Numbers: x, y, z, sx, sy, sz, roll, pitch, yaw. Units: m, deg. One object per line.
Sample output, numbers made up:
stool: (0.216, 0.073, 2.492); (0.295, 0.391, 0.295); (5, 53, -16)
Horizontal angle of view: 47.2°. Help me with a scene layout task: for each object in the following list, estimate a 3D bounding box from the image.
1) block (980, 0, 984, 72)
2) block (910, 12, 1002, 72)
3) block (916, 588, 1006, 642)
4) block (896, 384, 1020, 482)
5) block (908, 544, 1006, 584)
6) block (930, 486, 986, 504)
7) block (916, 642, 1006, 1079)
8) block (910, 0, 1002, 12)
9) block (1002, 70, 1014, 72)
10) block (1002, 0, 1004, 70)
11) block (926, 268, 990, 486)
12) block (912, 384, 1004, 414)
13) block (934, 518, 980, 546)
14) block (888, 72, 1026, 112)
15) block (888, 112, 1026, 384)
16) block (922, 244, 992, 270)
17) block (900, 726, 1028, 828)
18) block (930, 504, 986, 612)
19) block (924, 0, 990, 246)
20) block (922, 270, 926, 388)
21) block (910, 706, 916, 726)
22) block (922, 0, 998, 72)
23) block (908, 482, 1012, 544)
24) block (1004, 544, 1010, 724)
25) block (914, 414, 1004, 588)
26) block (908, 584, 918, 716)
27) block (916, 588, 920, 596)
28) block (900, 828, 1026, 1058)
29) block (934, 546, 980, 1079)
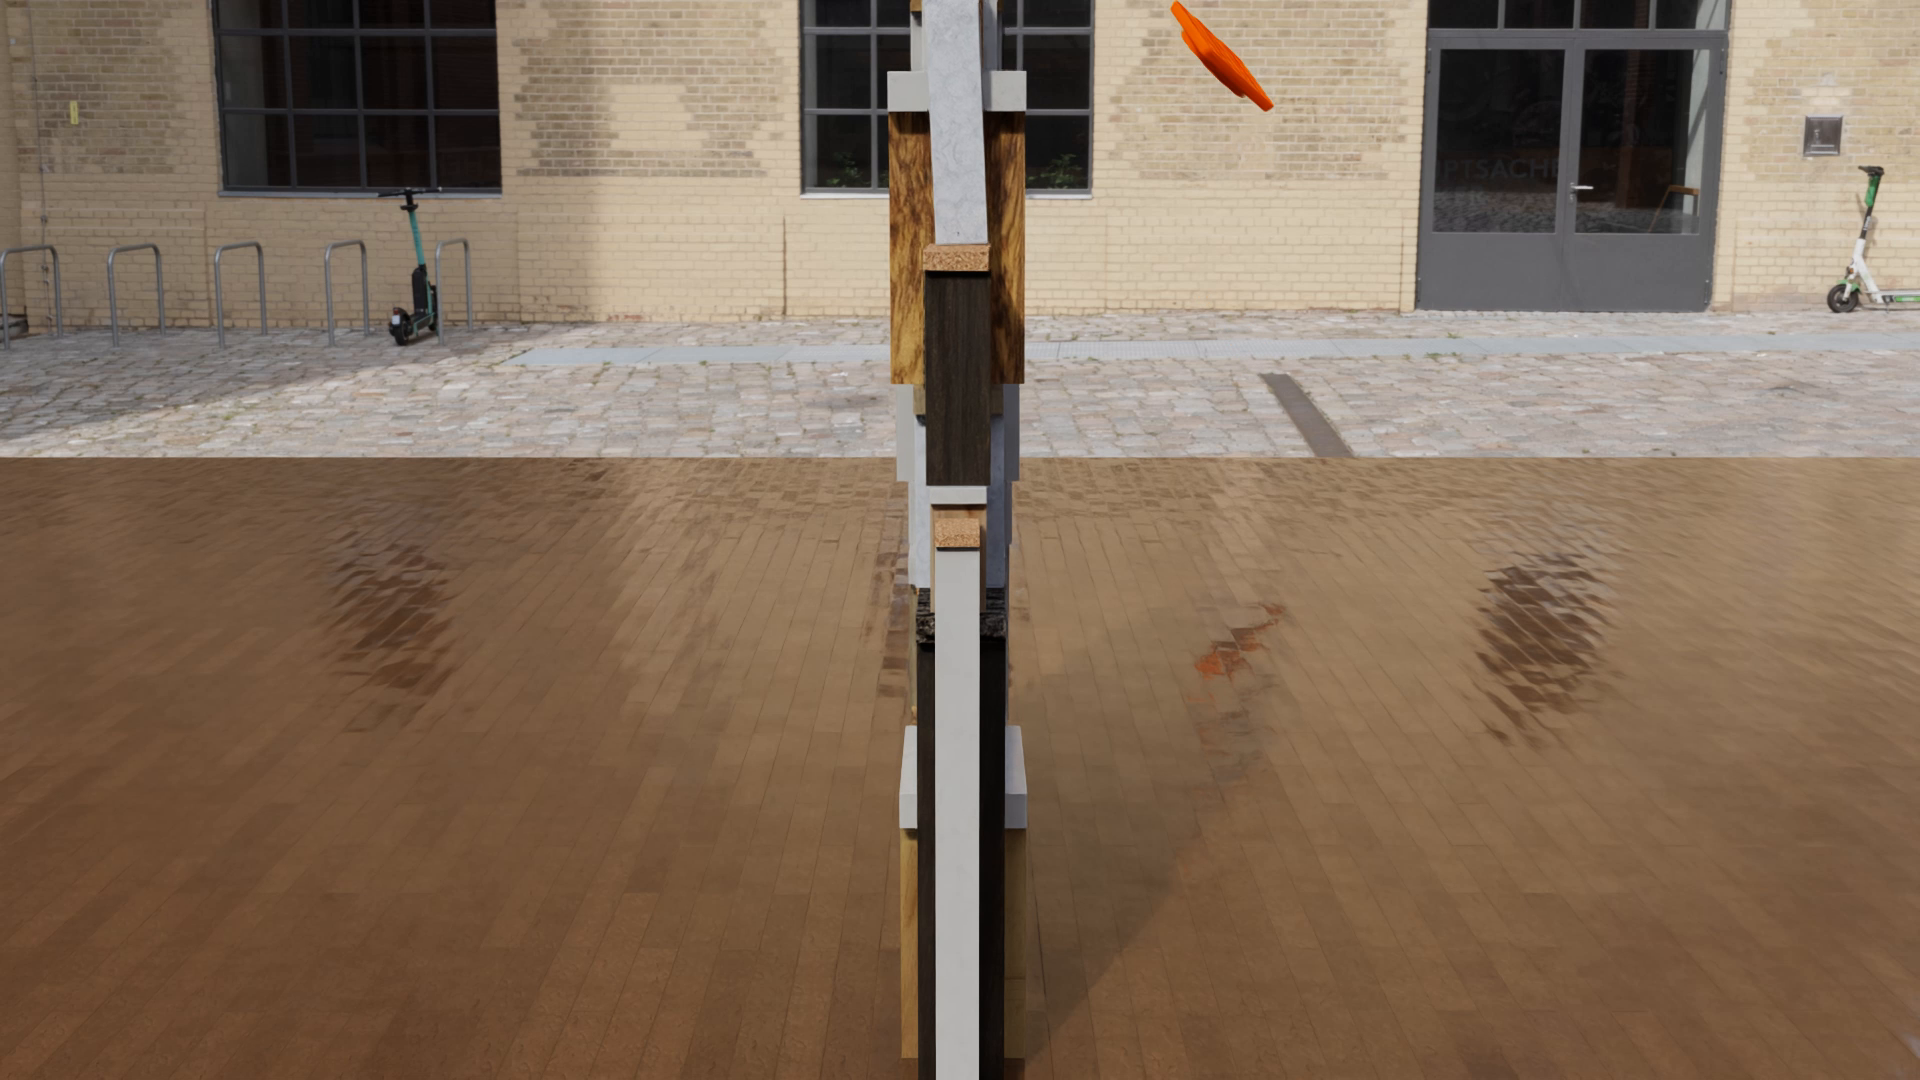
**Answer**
block: (-0.004, -0.684, 2.892); (0.068, 0.136, 0.019); (0, 11, 0)
block: (-0.005, -0.653, 3.304); (0.136, 0.272, 0.039); (0, 11, 0)
block: (0.002, 0.093, 2.891); (0.113, 0.032, 0.227); (0, 10, 0)
block: (-0.003, -0.350, 3.188); (0.179, 0.528, 0.051); (0, 11, 0)
block: (-0.005, 0.022, 3.841); (0.162, 0.046, 0.324); (0, 11, 0)
block: (-0.003, -0.068, 2.838); (0.071, 0.020, 0.142); (0, 10, 0)
block: (0.001, 0.425, 2.875); (0.113, 0.614, 0.032); (0, 10, 0)
block: (-0.005, -0.822, 3.365); (0.136, 0.039, 0.272); (0, 11, 0)
block: (0.003, -0.759, 3.692); (0.165, 0.047, 0.330); (0, 10, 0)
block: (-0.004, -0.909, 3.544); (0.150, 0.301, 0.043); (0, 11, 0)
block: (-0.003, -0.204, 2.772); (0.081, 0.272, 0.023); (0, 10, 0)
block: (-0.003, -0.204, 3.009); (0.119, 0.034, 0.238); (0, 11, 0)
block: (-0.004, -0.009, 2.717); (0.054, 0.015, 0.109); (0, 11, 0)
block: (-0.004, -0.613, 3.018); (0.179, 0.051, 0.358); (0, 11, 0)
block: (-0.004, -0.390, 2.938); (0.179, 0.358, 0.051); (0, 11, 0)
block: (-0.003, -0.360, 2.799); (0.081, 0.023, 0.163); (1, 11, 2)
block: (0.005, 0.329, 3.086); (0.170, 0.048, 0.339); (0, 11, 0)
block: (-0.002, 0.020, 2.806); (0.071, 0.142, 0.020); (0, 10, 0)
block: (-0.004, -0.560, 2.821); (0.068, 0.359, 0.019); (-1, 11, 7)
block: (-0.006, -0.279, 2.870); (0.081, 0.163, 0.023); (2, 10, 5)
block: (-0.004, 0.315, 3.412); (0.148, 0.042, 0.296); (0, 11, 0)
block: (-0.001, -0.752, 3.058); (0.104, 0.208, 0.029); (0, 11, 0)
block: (0.001, -0.178, 3.786); (0.178, 0.369, 0.050); (0, 11, 0)
block: (0.003, 0.166, 4.097); (0.175, 0.350, 0.050); (0, 11, 0)
block: (-0.001, -0.056, 2.956); (0.119, 0.238, 0.034); (0, 11, 0)
block: (-0.005, 0.232, 3.770); (0.162, 0.341, 0.046); (0, 11, 0)
block: (-0.003, -0.063, 3.115); (0.119, 0.282, 0.034); (0, 11, 0)
block: (0.004, 0.540, 3.010); (0.170, 0.339, 0.048); (0, 11, 0)
block: (-0.003, 0.376, 2.752); (0.054, 0.755, 0.015); (0, 11, 0)
